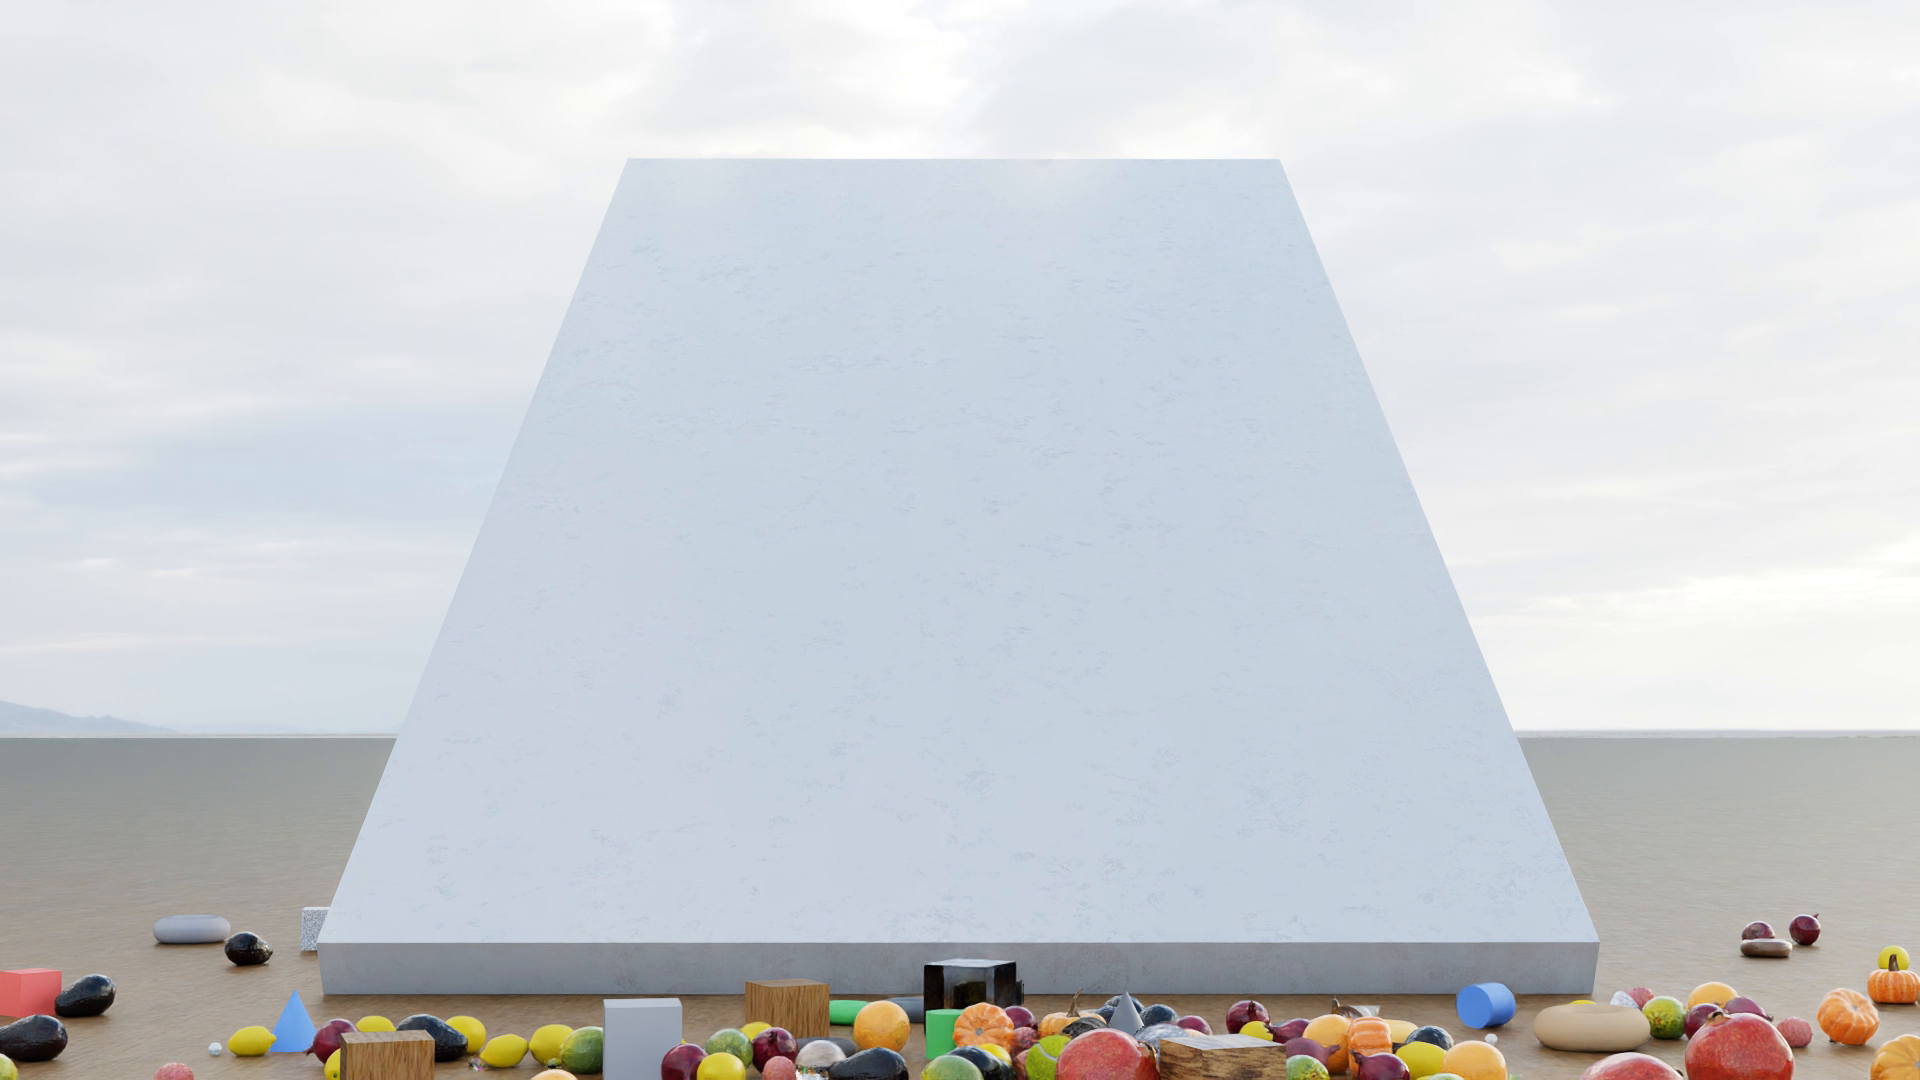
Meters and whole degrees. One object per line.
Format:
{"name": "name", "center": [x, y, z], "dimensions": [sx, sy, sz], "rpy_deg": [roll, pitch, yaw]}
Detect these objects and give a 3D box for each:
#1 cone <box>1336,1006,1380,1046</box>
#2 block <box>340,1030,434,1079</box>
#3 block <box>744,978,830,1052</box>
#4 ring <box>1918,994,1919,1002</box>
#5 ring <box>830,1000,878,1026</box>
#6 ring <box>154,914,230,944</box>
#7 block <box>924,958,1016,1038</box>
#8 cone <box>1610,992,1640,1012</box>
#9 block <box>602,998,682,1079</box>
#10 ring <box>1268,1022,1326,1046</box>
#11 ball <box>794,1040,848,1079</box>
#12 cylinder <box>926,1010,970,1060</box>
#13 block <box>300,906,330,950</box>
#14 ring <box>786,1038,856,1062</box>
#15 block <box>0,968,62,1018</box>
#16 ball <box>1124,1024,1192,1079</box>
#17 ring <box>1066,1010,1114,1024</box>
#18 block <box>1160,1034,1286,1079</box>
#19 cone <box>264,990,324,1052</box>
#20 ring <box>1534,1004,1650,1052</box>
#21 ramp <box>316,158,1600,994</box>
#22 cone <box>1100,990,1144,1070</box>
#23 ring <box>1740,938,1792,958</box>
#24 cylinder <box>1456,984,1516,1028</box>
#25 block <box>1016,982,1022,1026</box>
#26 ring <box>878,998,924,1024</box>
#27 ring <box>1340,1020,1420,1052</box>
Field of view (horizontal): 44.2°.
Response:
{"name": "cone", "center": [0.524, 0.612, 3.047], "dimensions": [0.057, 0.057, 0.057], "rpy_deg": [-26, 12, -36]}
{"name": "block", "center": [-0.609, 0.572, 2.513], "dimensions": [0.090, 0.090, 0.090], "rpy_deg": [2, -5, -19]}
{"name": "block", "center": [-0.227, 0.624, 3.107], "dimensions": [0.084, 0.084, 0.084], "rpy_deg": [2, -5, -28]}
{"name": "ring", "center": [1.474, 0.677, 3.489], "dimensions": [0.117, 0.039, 0.117], "rpy_deg": [-1, -5, 0]}
{"name": "ring", "center": [-0.161, 0.672, 3.366], "dimensions": [0.087, 0.029, 0.087], "rpy_deg": [1, -5, 0]}
{"name": "ring", "center": [-1.514, 0.767, 4.663], "dimensions": [0.146, 0.049, 0.146], "rpy_deg": [1, -4, 0]}
{"name": "block", "center": [0.015, 0.630, 3.259], "dimensions": [0.095, 0.095, 0.095], "rpy_deg": [-2, -5, 27]}
{"name": "cone", "center": [0.916, 0.670, 3.313], "dimensions": [0.055, 0.055, 0.055], "rpy_deg": [-27, 6, -21]}
{"name": "block", "center": [-0.379, 0.597, 2.821], "dimensions": [0.090, 0.090, 0.090], "rpy_deg": [1, -5, -10]}
{"name": "ring", "center": [0.447, 0.656, 3.142], "dimensions": [0.075, 0.025, 0.075], "rpy_deg": [1, -4, 0]}
{"name": "ball", "center": [-0.159, 0.603, 2.708], "dimensions": [0.060, 0.060, 0.060], "rpy_deg": [0, -5, 0]}
{"name": "cylinder", "center": [-0.015, 0.629, 3.009], "dimensions": [0.057, 0.057, 0.057], "rpy_deg": [0, -5, 0]}
{"name": "block", "center": [-1.216, 0.742, 4.521], "dimensions": [0.076, 0.076, 0.076], "rpy_deg": [1, -5, -11]}
{"name": "ring", "center": [-0.174, 0.639, 2.958], "dimensions": [0.087, 0.029, 0.087], "rpy_deg": [0, -6, 0]}
{"name": "block", "center": [-1.363, 0.663, 3.470], "dimensions": [0.062, 0.062, 0.062], "rpy_deg": [-4, -6, 41]}
{"name": "ball", "center": [0.225, 0.581, 2.616], "dimensions": [0.090, 0.090, 0.090], "rpy_deg": [0, -5, 0]}
{"name": "ring", "center": [0.189, 0.664, 3.260], "dimensions": [0.083, 0.028, 0.083], "rpy_deg": [-1, -4, 0]}
{"name": "block", "center": [0.269, 0.562, 2.426], "dimensions": [0.095, 0.095, 0.095], "rpy_deg": [2, -5, -21]}
{"name": "cone", "center": [-0.871, 0.626, 3.099], "dimensions": [0.077, 0.077, 0.077], "rpy_deg": [0, -5, 0]}
{"name": "ring", "center": [0.830, 0.641, 3.110], "dimensions": [0.149, 0.050, 0.149], "rpy_deg": [-1, -4, 0]}
{"name": "ramp", "center": [-0.010, -0.227, 5.495], "dimensions": [2.000, 0.100, 4.000], "rpy_deg": [0, 27, 0]}
{"name": "cone", "center": [0.207, 0.606, 2.947], "dimensions": [0.093, 0.093, 0.093], "rpy_deg": [0, -5, 0]}
{"name": "ring", "center": [1.486, 0.752, 4.364], "dimensions": [0.092, 0.031, 0.092], "rpy_deg": [0, -6, 0]}
{"name": "cylinder", "center": [0.737, 0.653, 3.319], "dimensions": [0.059, 0.059, 0.059], "rpy_deg": [5, -6, -44]}
{"name": "block", "center": [0.047, 0.654, 3.333], "dimensions": [0.060, 0.060, 0.060], "rpy_deg": [-2, -5, 26]}
{"name": "ring", "center": [-0.073, 0.674, 3.392], "dimensions": [0.091, 0.030, 0.091], "rpy_deg": [-1, -5, 0]}
{"name": "ring", "center": [0.548, 0.647, 3.087], "dimensions": [0.105, 0.035, 0.105], "rpy_deg": [0, -6, 0]}
